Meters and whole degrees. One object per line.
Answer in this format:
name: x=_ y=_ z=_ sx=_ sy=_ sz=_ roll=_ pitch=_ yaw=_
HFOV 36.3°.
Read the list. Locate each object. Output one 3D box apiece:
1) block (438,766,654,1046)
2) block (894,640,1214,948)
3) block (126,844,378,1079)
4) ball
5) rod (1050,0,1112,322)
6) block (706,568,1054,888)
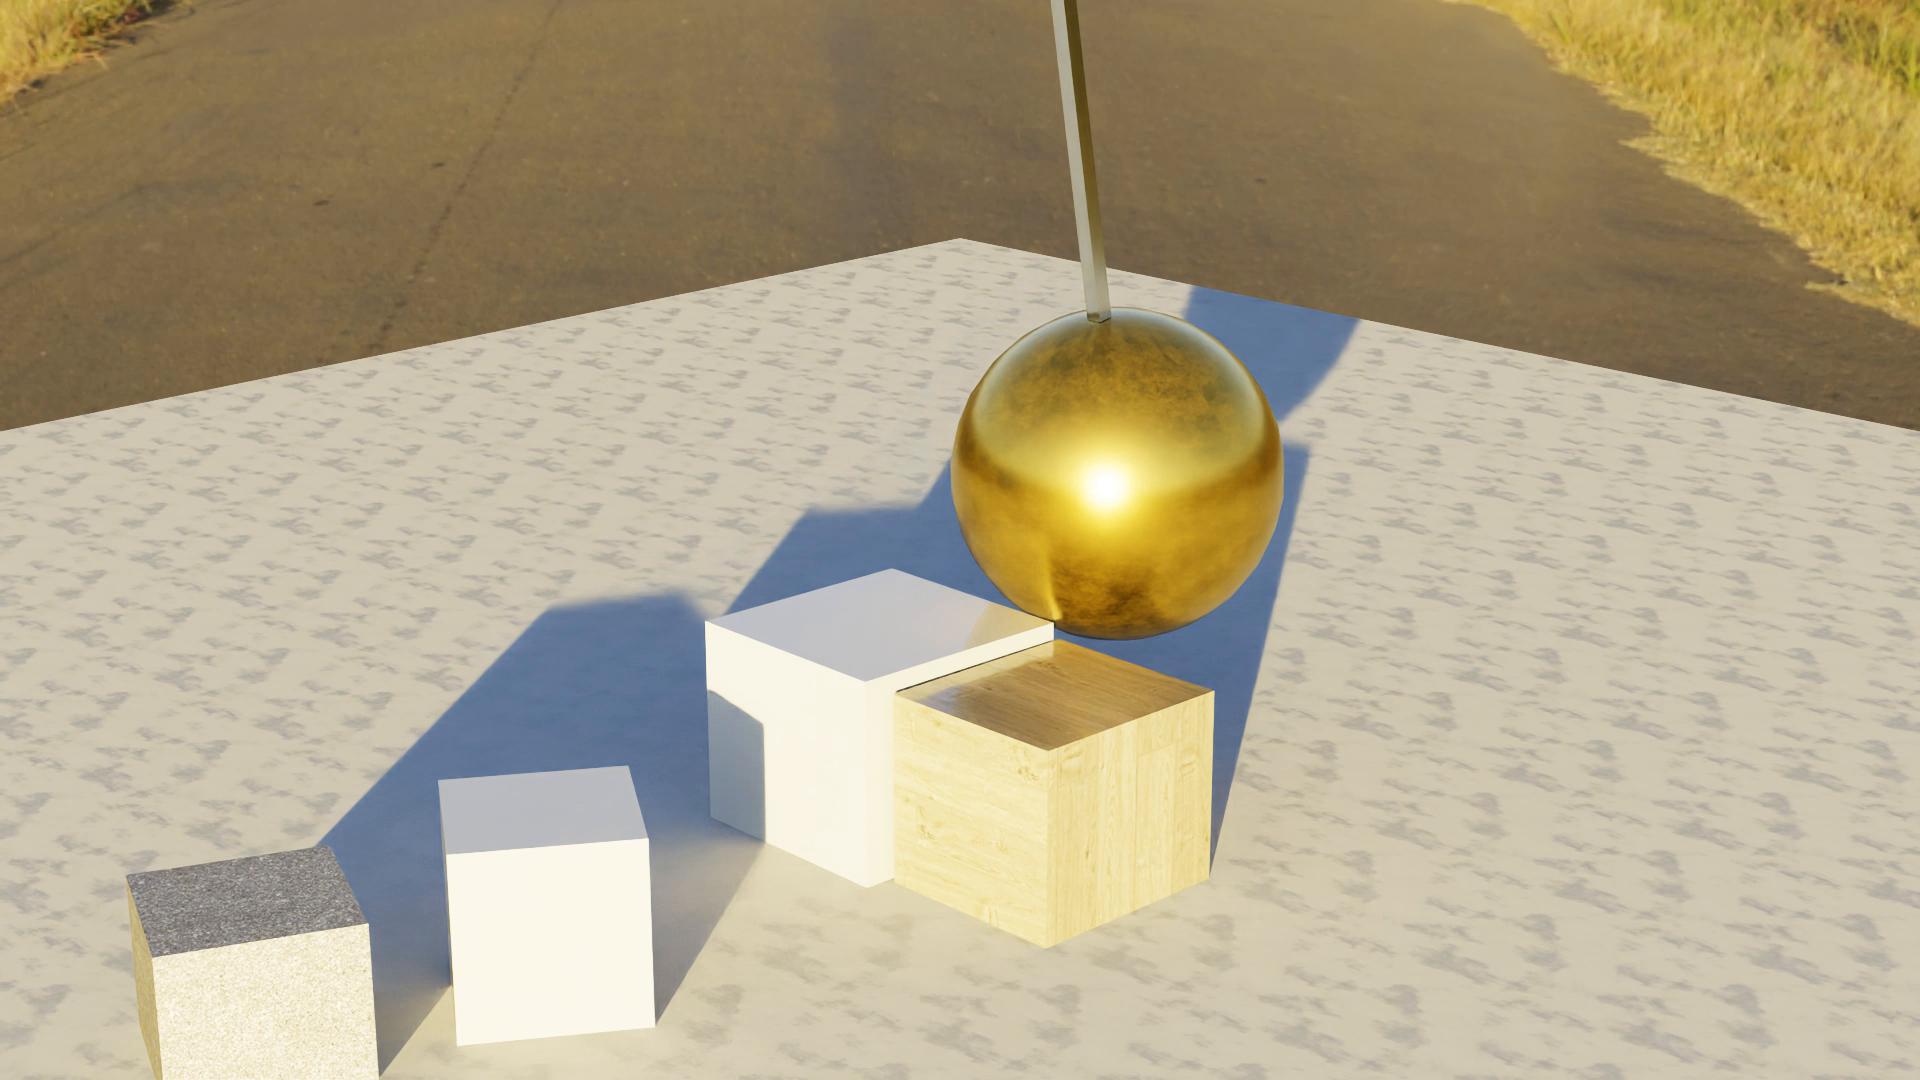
block: x=-1.723 y=1.502 z=12.172 sx=0.799 sy=0.835 sz=0.801 roll=-4 pitch=18 yaw=-11
block: x=0.420 y=1.119 z=13.257 sx=1.064 sy=0.916 sz=0.969 roll=-16 pitch=24 yaw=-41
block: x=-2.829 y=1.739 z=11.696 sx=0.818 sy=0.670 sz=0.826 roll=-7 pitch=19 yaw=-21
ball: x=0.752 y=-0.315 z=14.031 sx=1.600 sy=1.600 sz=1.600 roll=0 pitch=17 yaw=0
rod: x=0.326 y=-3.380 z=12.621 sx=0.080 sy=5.200 sz=0.080 roll=17 pitch=34 yaw=42
block: x=-0.380 y=0.860 z=13.949 sx=1.181 sy=0.994 sz=1.136 roll=-16 pitch=23 yaw=-41
